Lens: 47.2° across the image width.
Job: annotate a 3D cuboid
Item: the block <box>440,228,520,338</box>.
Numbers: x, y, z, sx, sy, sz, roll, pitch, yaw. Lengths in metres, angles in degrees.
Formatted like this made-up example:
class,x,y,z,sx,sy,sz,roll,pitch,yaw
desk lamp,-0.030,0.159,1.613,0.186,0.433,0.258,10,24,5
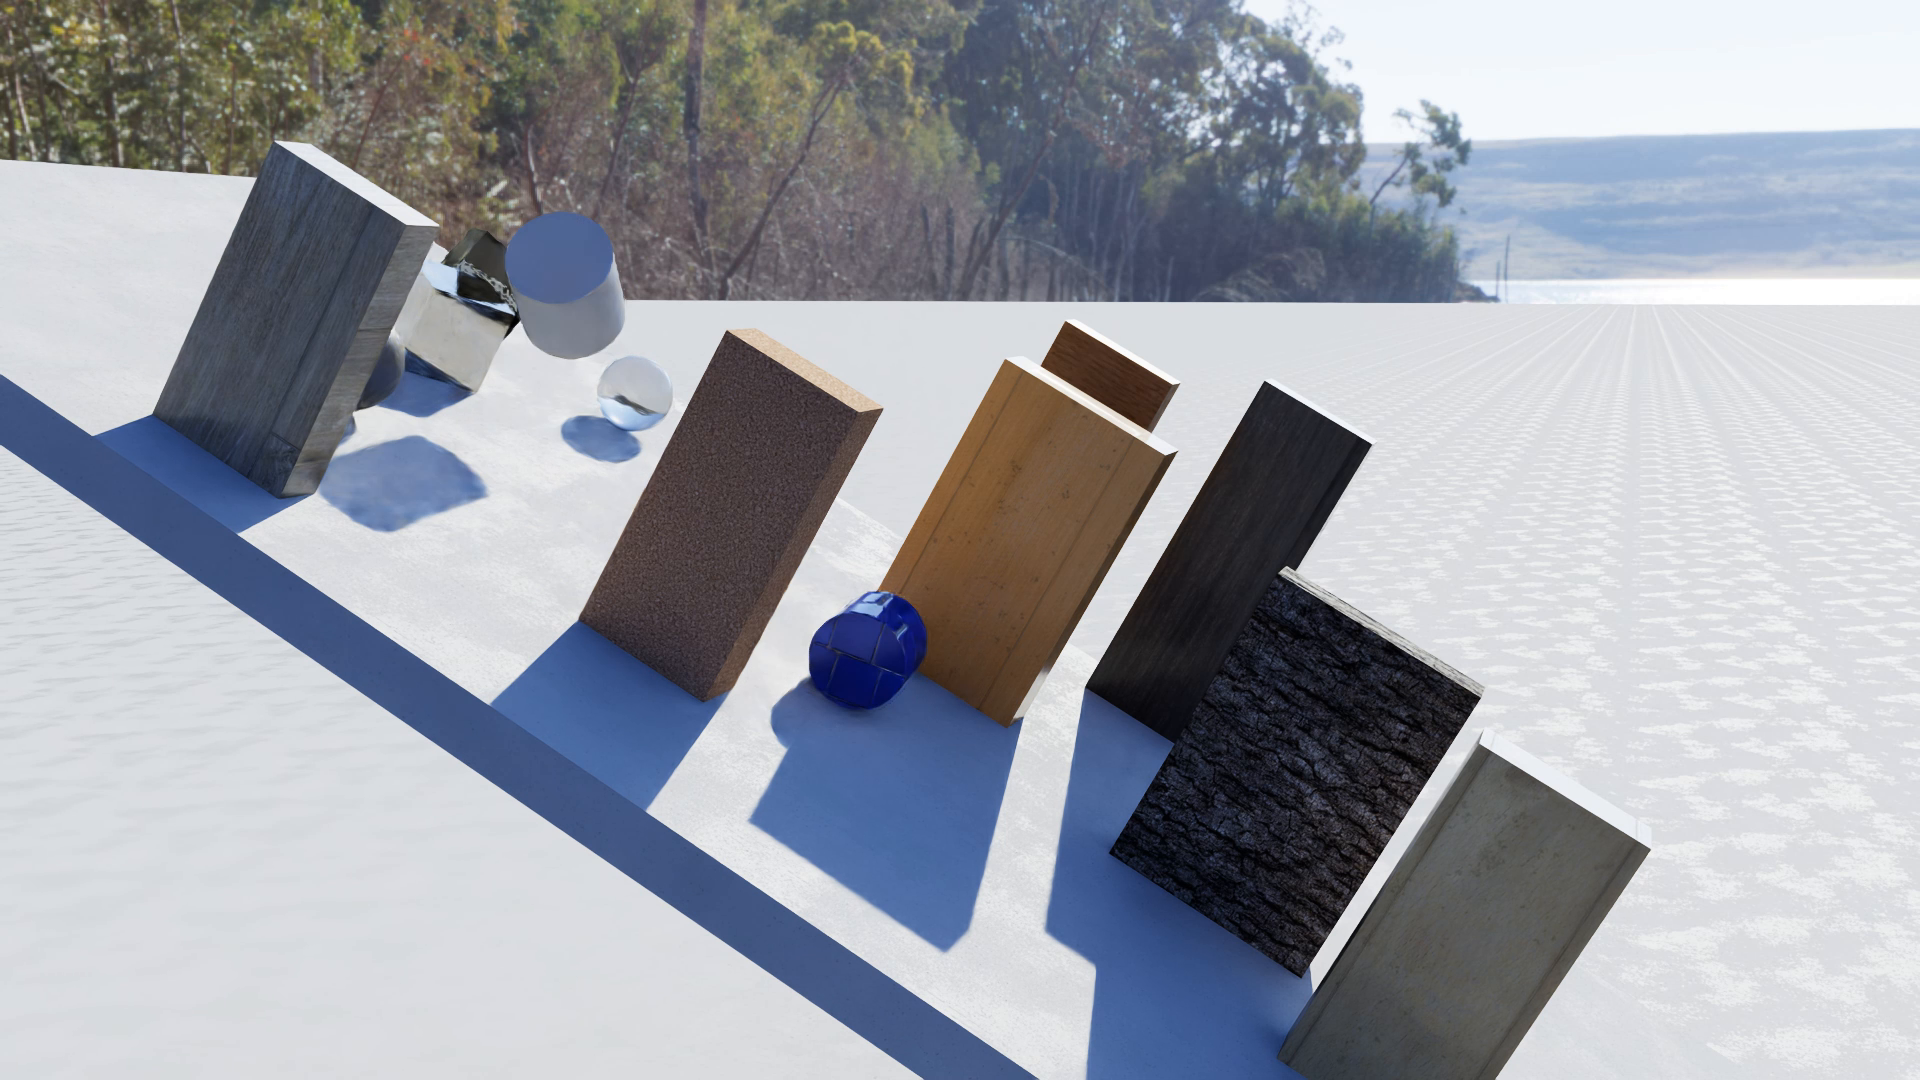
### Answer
class,x,y,z,sx,sy,sz,roll,pitch,yaw
block,-1.024,-0.540,4.722,0.178,0.178,0.178,44,-8,-24

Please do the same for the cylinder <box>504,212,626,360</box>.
class,x,y,z,sx,sy,sz,roll,pitch,yaw
cylinder,-0.771,-0.497,4.308,0.207,0.207,0.207,0,-26,-1

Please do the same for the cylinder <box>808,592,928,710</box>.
class,x,y,z,sx,sy,sz,roll,pitch,yaw
cylinder,-0.166,0.199,3.991,0.179,0.179,0.179,1,11,12

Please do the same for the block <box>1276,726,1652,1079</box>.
class,x,y,z,sx,sy,sz,roll,pitch,yaw
block,0.790,0.638,3.466,0.295,0.610,0.131,32,15,11

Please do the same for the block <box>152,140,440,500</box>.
class,x,y,z,sx,sy,sz,roll,pitch,yaw
block,-1.067,-0.351,3.526,0.267,0.498,0.102,32,15,11

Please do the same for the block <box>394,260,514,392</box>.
class,x,y,z,sx,sy,sz,roll,pitch,yaw
block,-1.058,-0.444,4.496,0.183,0.183,0.183,17,19,-39

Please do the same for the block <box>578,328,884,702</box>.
class,x,y,z,sx,sy,sz,roll,pitch,yaw
block,-0.383,-0.042,3.654,0.260,0.559,0.125,32,15,11

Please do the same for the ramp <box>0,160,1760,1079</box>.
class,x,y,z,sx,sy,sz,roll,pitch,yaw
ramp,-0.191,0.315,4.131,4.000,0.100,2.000,32,15,11

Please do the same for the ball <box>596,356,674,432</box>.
class,x,y,z,sx,sy,sz,roll,pitch,yaw
ball,-0.705,-0.317,4.769,0.166,0.166,0.166,0,7,0

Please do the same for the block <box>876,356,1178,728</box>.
class,x,y,z,sx,sy,sz,roll,pitch,yaw
block,0.108,0.003,4.305,0.361,0.623,0.126,32,15,11

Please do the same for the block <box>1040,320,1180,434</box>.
class,x,y,z,sx,sy,sz,roll,pitch,yaw
block,0.165,-0.084,4.546,0.255,0.705,0.084,32,15,11

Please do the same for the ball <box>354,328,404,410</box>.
class,x,y,z,sx,sy,sz,roll,pitch,yaw
ball,-1.108,-0.330,3.997,0.191,0.191,0.191,0,7,0

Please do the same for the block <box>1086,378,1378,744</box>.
class,x,y,z,sx,sy,sz,roll,pitch,yaw
block,0.576,0.056,4.715,0.261,0.774,0.091,32,15,11

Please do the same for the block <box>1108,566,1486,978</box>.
class,x,y,z,sx,sy,sz,roll,pitch,yaw
block,0.591,0.410,3.889,0.402,0.598,0.101,32,15,11
